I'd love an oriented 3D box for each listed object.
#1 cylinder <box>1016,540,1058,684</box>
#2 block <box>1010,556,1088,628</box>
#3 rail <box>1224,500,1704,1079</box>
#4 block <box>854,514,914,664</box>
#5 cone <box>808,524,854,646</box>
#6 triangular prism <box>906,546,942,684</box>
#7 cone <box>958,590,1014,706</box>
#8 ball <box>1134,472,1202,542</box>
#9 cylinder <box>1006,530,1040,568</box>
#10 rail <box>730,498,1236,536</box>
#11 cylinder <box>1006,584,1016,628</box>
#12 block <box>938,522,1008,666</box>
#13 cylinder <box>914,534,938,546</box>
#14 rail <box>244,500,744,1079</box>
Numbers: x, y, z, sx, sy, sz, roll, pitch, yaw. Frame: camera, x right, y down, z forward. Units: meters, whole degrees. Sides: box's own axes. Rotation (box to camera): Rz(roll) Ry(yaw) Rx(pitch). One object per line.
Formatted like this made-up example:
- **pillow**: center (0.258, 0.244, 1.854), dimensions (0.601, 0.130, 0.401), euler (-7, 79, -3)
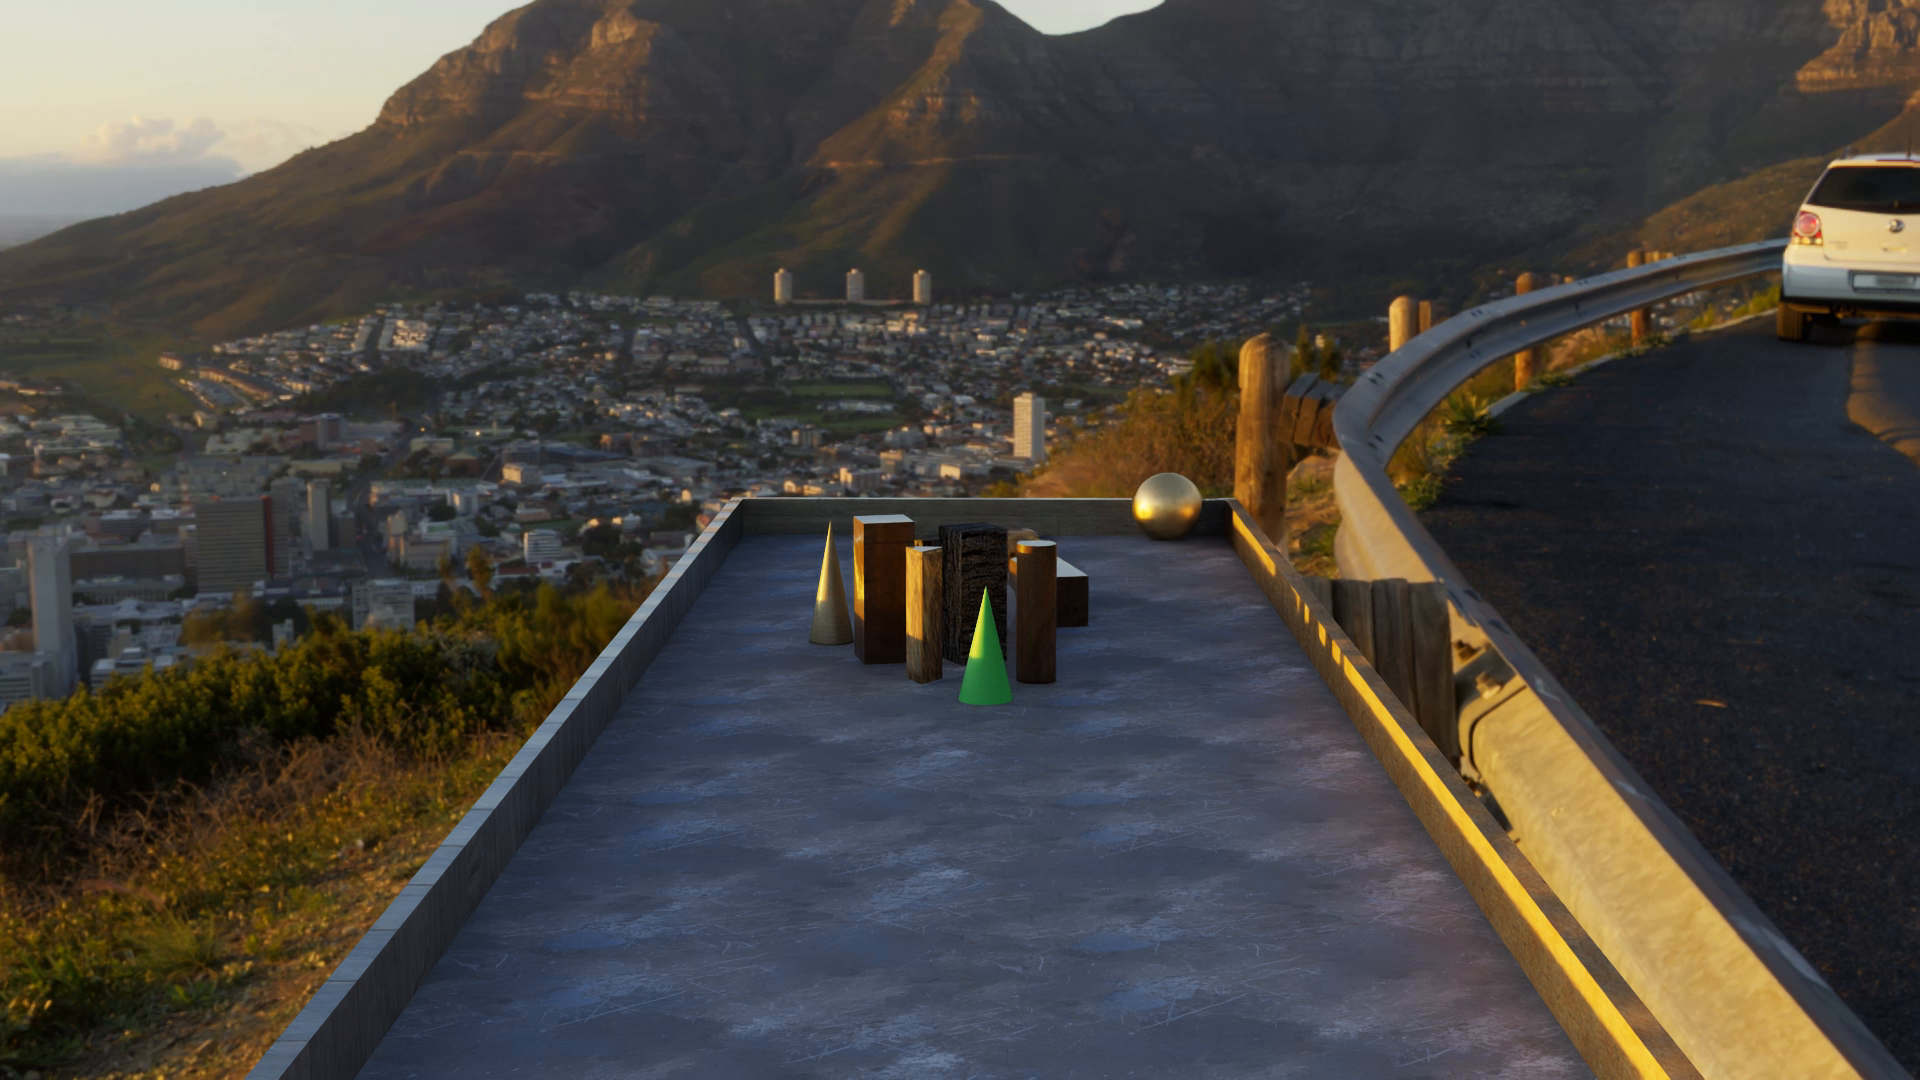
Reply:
- **cylinder**: center (0.223, 0.209, 6.397), dimensions (0.116, 0.405, 0.116), euler (0, 9, 0)
- **block**: center (0.295, 0.172, 7.389), dimensions (0.168, 0.168, 0.403), euler (-2, 9, -12)
- **rail**: center (1.046, 0.843, 3.208), dimensions (0.050, 0.150, 12.000), euler (0, 9, 1)
- **block**: center (-0.231, 0.149, 6.694), dimensions (0.156, 0.431, 0.156), euler (-2, 9, -14)
- **cone**: center (-0.408, 0.129, 6.954), dimensions (0.145, 0.388, 0.145), euler (0, 9, 0)
- **triangular prism**: center (-0.119, 0.215, 6.408), dimensions (0.090, 0.389, 0.103), euler (6, 11, 34)
- **cone**: center (0.073, 0.286, 6.163), dimensions (0.154, 0.325, 0.154), euler (0, 9, 0)
- **ball**: center (0.848, -0.135, 8.963), dimensions (0.282, 0.282, 0.282), euler (0, 9, 0)
- **cylinder**: center (0.134, 0.038, 8.333), dimensions (0.318, 0.137, 0.137), euler (-5, 10, -27)
- **rail**: center (0.099, -0.098, 9.147), dimensions (2.100, 0.150, 0.050), euler (0, 9, 1)
- **cylinder**: center (0.013, 0.197, 7.227), dimensions (0.170, 0.170, 0.347), euler (-7, 11, -37)
- **block**: center (0.039, 0.162, 6.692), dimensions (0.154, 0.405, 0.154), euler (-4, 10, -26)
- **cylinder**: center (-0.108, 0.157, 6.953), dimensions (0.126, 0.334, 0.126), euler (0, 9, 0)
- **rail**: center (-1.004, 0.839, 3.234), dimensions (0.050, 0.150, 12.000), euler (0, 9, 1)
